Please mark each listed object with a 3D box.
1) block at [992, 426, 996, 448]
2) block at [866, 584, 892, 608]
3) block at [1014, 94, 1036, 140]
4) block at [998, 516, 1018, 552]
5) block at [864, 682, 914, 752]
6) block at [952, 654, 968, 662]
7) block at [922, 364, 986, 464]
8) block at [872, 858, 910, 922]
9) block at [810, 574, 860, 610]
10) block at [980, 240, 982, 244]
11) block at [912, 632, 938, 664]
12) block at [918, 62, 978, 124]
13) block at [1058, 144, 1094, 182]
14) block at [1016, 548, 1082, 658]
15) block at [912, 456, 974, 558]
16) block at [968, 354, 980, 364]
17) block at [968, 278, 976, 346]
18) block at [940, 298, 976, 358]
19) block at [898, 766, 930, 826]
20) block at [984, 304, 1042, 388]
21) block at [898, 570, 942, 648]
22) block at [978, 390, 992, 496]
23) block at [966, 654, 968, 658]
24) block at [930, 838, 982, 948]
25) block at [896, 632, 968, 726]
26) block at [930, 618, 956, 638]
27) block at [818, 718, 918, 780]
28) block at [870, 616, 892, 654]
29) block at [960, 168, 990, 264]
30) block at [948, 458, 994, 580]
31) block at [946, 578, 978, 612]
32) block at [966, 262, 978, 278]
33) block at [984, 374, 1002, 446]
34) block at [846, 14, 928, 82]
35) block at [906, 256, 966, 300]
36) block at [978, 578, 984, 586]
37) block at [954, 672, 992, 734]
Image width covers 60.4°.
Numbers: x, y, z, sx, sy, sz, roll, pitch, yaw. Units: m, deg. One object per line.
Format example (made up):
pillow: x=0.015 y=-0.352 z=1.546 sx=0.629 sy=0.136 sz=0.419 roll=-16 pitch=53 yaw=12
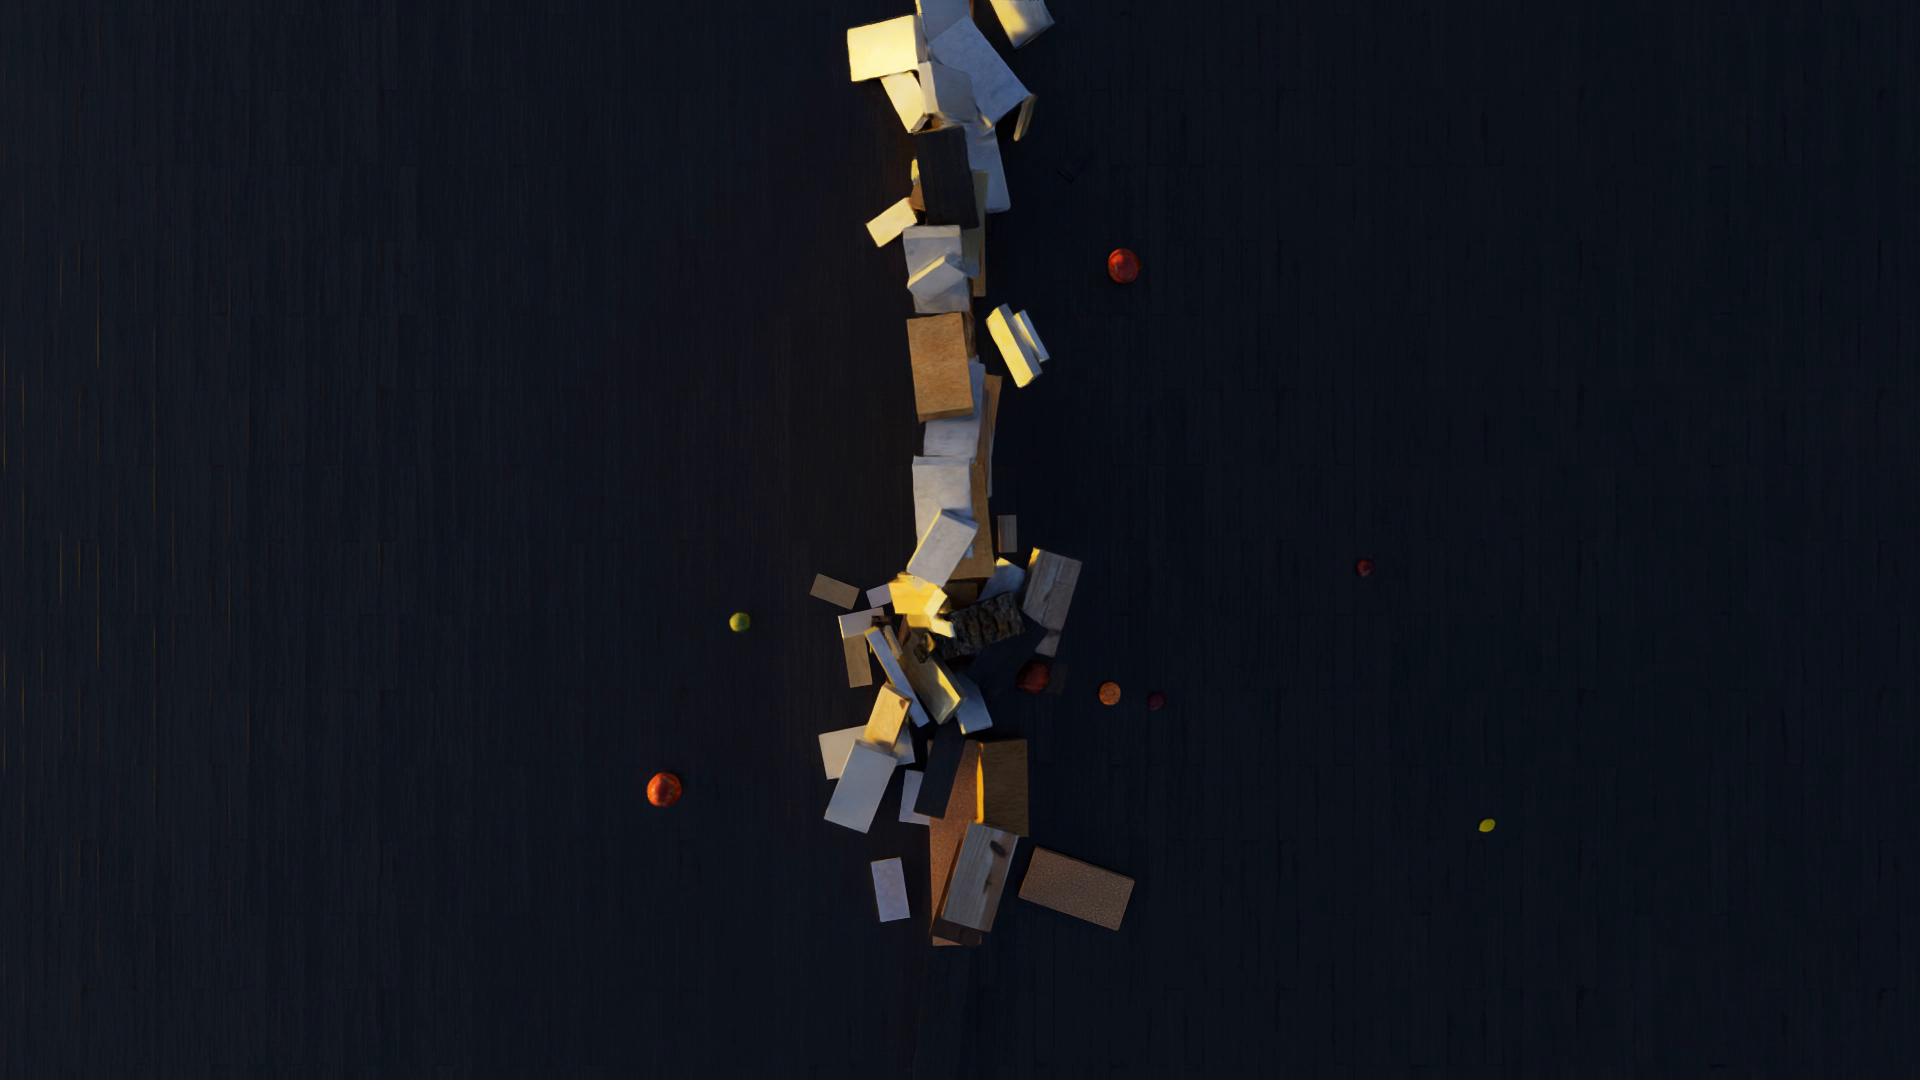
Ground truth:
block: x=0.024 y=-0.233 z=5.183 sx=0.149 sy=0.042 sz=0.298 roll=5 pitch=75 yaw=1
block: x=-0.245 y=0.179 z=5.491 sx=0.123 sy=0.017 sz=0.062 roll=-19 pitch=90 yaw=0
block: x=0.209 y=-1.363 z=5.316 sx=0.020 sy=0.069 sz=0.139 roll=27 pitch=130 yaw=11
block: x=0.157 y=-0.020 z=5.491 sx=0.062 sy=0.017 sz=0.123 roll=-1 pitch=90 yaw=0
block: x=-0.232 y=0.576 z=5.347 sx=0.108 sy=0.030 sz=0.215 roll=30 pitch=121 yaw=16
block: x=0.003 y=0.406 z=5.461 sx=0.047 sy=0.013 sz=0.095 roll=-18 pitch=101 yaw=4
block: x=-0.016 y=-0.388 z=5.019 sx=0.162 sy=0.046 sz=0.324 roll=3 pitch=65 yaw=6
block: x=-0.230 y=1.162 z=5.486 sx=0.099 sy=0.028 sz=0.198 roll=-9 pitch=90 yaw=0
block: x=-0.416 y=0.172 z=5.489 sx=0.149 sy=0.021 sz=0.075 roll=21 pitch=90 yaw=0
block: x=-0.024 y=-1.141 z=5.399 sx=0.171 sy=0.048 sz=0.341 roll=-3 pitch=90 yaw=0
block: x=-0.110 y=0.347 z=5.323 sx=0.052 sy=0.015 sz=0.104 roll=55 pitch=129 yaw=22
block: x=-0.035 y=-1.391 z=5.139 sx=0.043 sy=0.302 sz=0.151 roll=-8 pitch=94 yaw=25
block: x=0.385 y=-1.256 z=5.492 sx=0.059 sy=0.017 sz=0.119 roll=39 pitch=90 yaw=0
block: x=0.277 y=0.207 z=5.446 sx=0.164 sy=0.047 sz=0.329 roll=17 pitch=90 yaw=-23
block: x=-0.049 y=-0.097 z=5.017 sx=0.170 sy=0.048 sz=0.340 roll=2 pitch=127 yaw=6
block: x=0.020 y=-0.507 z=5.462 sx=0.104 sy=0.029 sz=0.208 roll=-5 pitch=77 yaw=0
block: x=-0.007 y=-0.761 z=5.395 sx=0.104 sy=0.029 sz=0.329 roll=-4 pitch=124 yaw=0
block: x=-0.008 y=-0.691 z=5.406 sx=0.104 sy=0.029 sz=0.208 roll=-5 pitch=124 yaw=1
block: x=-0.018 y=0.862 z=5.452 sx=0.346 sy=0.049 sz=0.173 roll=8 pitch=93 yaw=-1
block: x=0.172 y=-0.628 z=5.350 sx=0.036 sy=0.126 sz=0.253 roll=-25 pitch=86 yaw=-23
block: x=-0.119 y=0.227 z=5.384 sx=0.127 sy=0.036 sz=0.254 roll=1 pitch=109 yaw=42
block: x=0.015 y=-0.295 z=5.104 sx=0.162 sy=0.046 sz=0.324 roll=-1 pitch=91 yaw=2
block: x=0.000 y=0.368 z=5.472 sx=0.047 sy=0.013 sz=0.094 roll=1 pitch=118 yaw=0
block: x=0.024 y=1.151 z=5.374 sx=0.160 sy=0.045 sz=0.320 roll=17 pitch=93 yaw=-1
block: x=-0.095 y=0.448 z=5.362 sx=0.277 sy=0.039 sz=0.139 roll=54 pitch=127 yaw=23
block: x=-0.056 y=0.276 z=5.242 sx=0.014 sy=0.098 sz=0.049 roll=-30 pitch=118 yaw=-32
block: x=-0.304 y=0.687 z=5.448 sx=0.301 sy=0.043 sz=0.150 roll=-12 pitch=86 yaw=7
block: x=-0.263 y=0.313 z=5.464 sx=0.062 sy=0.017 sz=0.123 roll=3 pitch=90 yaw=-17
block: x=0.002 y=-0.991 z=5.024 sx=0.139 sy=0.039 sz=0.278 roll=6 pitch=114 yaw=-4
block: x=0.011 y=-0.063 z=5.105 sx=0.162 sy=0.046 sz=0.416 roll=-4 pitch=125 yaw=4
block: x=-0.010 y=0.231 z=5.409 sx=0.127 sy=0.036 sz=0.254 roll=2 pitch=127 yaw=0
block: x=-0.014 y=-0.948 z=5.086 sx=0.139 sy=0.039 sz=0.278 roll=-2 pitch=114 yaw=-1
block: x=0.043 y=-0.388 z=5.182 sx=0.139 sy=0.039 sz=0.278 roll=9 pitch=75 yaw=2
block: x=-0.237 y=-1.592 z=5.347 sx=0.046 sy=0.327 sz=0.163 roll=-16 pitch=105 yaw=-41
block: x=-0.072 y=-0.797 z=5.021 sx=0.088 sy=0.176 sz=0.025 roll=27 pitch=53 yaw=-33
block: x=0.014 y=0.107 z=5.372 sx=0.127 sy=0.254 sz=0.036 roll=2 pitch=77 yaw=0
block: x=0.025 y=0.527 z=5.369 sx=0.099 sy=0.028 sz=0.198 roll=-12 pitch=67 yaw=-23
